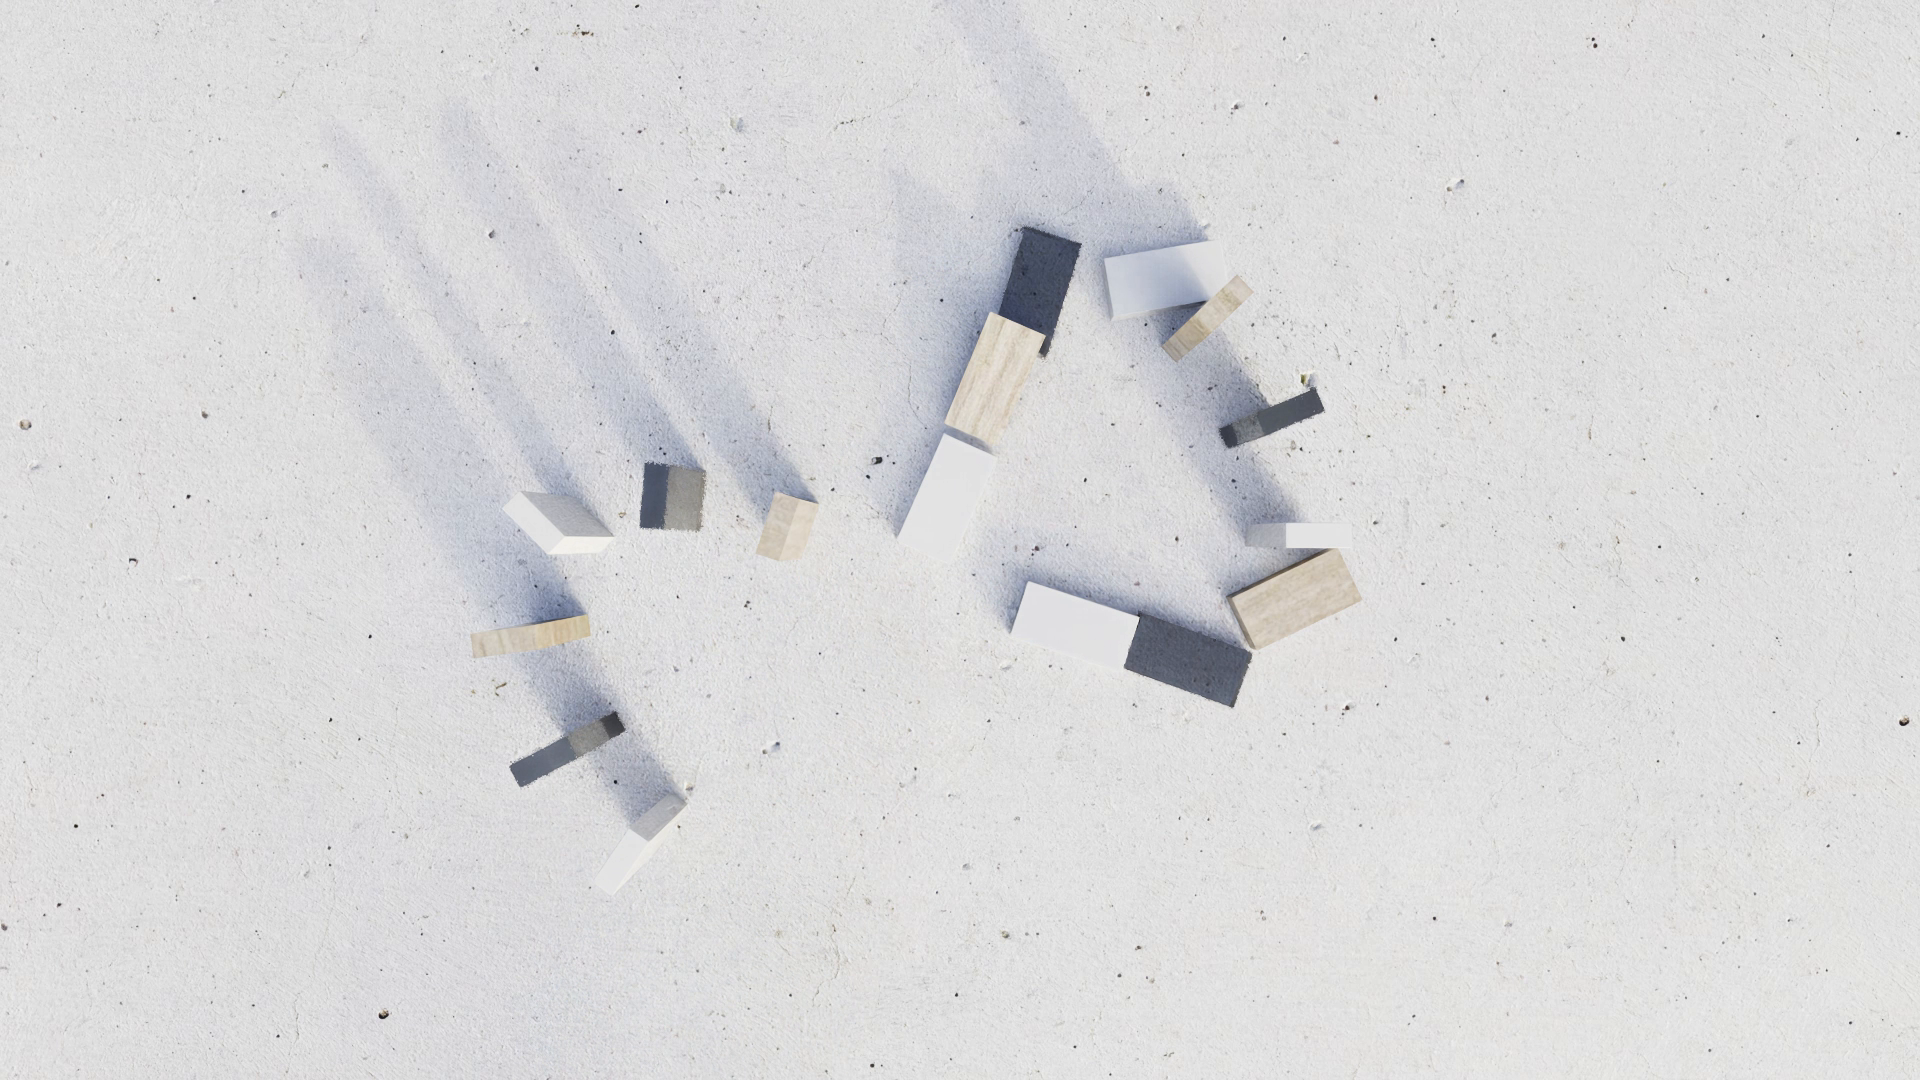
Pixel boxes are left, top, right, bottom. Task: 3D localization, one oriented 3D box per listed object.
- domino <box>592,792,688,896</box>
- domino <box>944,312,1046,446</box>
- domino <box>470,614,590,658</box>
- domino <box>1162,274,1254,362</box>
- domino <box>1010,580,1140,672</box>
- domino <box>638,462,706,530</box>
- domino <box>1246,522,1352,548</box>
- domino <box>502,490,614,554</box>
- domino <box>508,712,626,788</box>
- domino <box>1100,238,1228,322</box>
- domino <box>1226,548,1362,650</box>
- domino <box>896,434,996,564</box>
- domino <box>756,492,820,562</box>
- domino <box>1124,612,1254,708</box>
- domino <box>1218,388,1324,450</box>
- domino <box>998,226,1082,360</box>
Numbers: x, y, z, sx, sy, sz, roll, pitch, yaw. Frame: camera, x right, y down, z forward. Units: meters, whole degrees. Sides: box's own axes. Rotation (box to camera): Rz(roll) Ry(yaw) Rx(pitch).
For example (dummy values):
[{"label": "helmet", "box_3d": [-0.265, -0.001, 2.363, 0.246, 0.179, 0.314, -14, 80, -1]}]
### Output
[{"label": "domino", "box_3d": [-0.130, 0.123, 0.375, 0.010, 0.050, 0.025, 34, 90, 0]}, {"label": "domino", "box_3d": [0.015, -0.068, 0.389, 0.025, 0.010, 0.050, 23, 104, 0]}, {"label": "domino", "box_3d": [-0.174, 0.039, 0.375, 0.025, 0.050, 0.009, -8, 90, 0]}, {"label": "domino", "box_3d": [0.100, -0.089, 0.375, 0.025, 0.050, 0.010, -44, 90, 0]}, {"label": "domino", "box_3d": [0.049, 0.037, 0.395, 0.050, 0.009, 0.025, 18, 90, 0]}, {"label": "domino", "box_3d": [-0.117, -0.017, 0.375, 0.010, 0.050, 0.025, 5, 90, 0]}, {"label": "domino", "box_3d": [0.137, -0.002, 0.375, 0.025, 0.050, 0.010, 0, 90, 0]}, {"label": "domino", "box_3d": [-0.163, -0.007, 0.375, 0.009, 0.050, 0.025, -45, 90, 0]}, {"label": "domino", "box_3d": [-0.159, 0.085, 0.375, 0.025, 0.050, 0.009, -28, 90, 0]}, {"label": "domino", "box_3d": [0.088, -0.112, 0.395, 0.050, 0.010, 0.025, -10, 90, 0]}, {"label": "domino", "box_3d": [0.144, 0.025, 0.395, 0.050, 0.009, 0.025, -26, 90, 0]}, {"label": "domino", "box_3d": [-0.006, -0.018, 0.395, 0.025, 0.010, 0.050, 24, 90, 0]}, {"label": "domino", "box_3d": [-0.070, -0.005, 0.375, 0.010, 0.050, 0.025, 18, 90, 0]}, {"label": "domino", "box_3d": [0.097, 0.051, 0.395, 0.050, 0.009, 0.025, 20, 90, 0]}, {"label": "domino", "box_3d": [0.126, -0.049, 0.375, 0.025, 0.050, 0.010, -23, 90, 0]}, {"label": "domino", "box_3d": [0.033, -0.106, 0.395, 0.025, 0.009, 0.050, 17, 90, 0]}]
